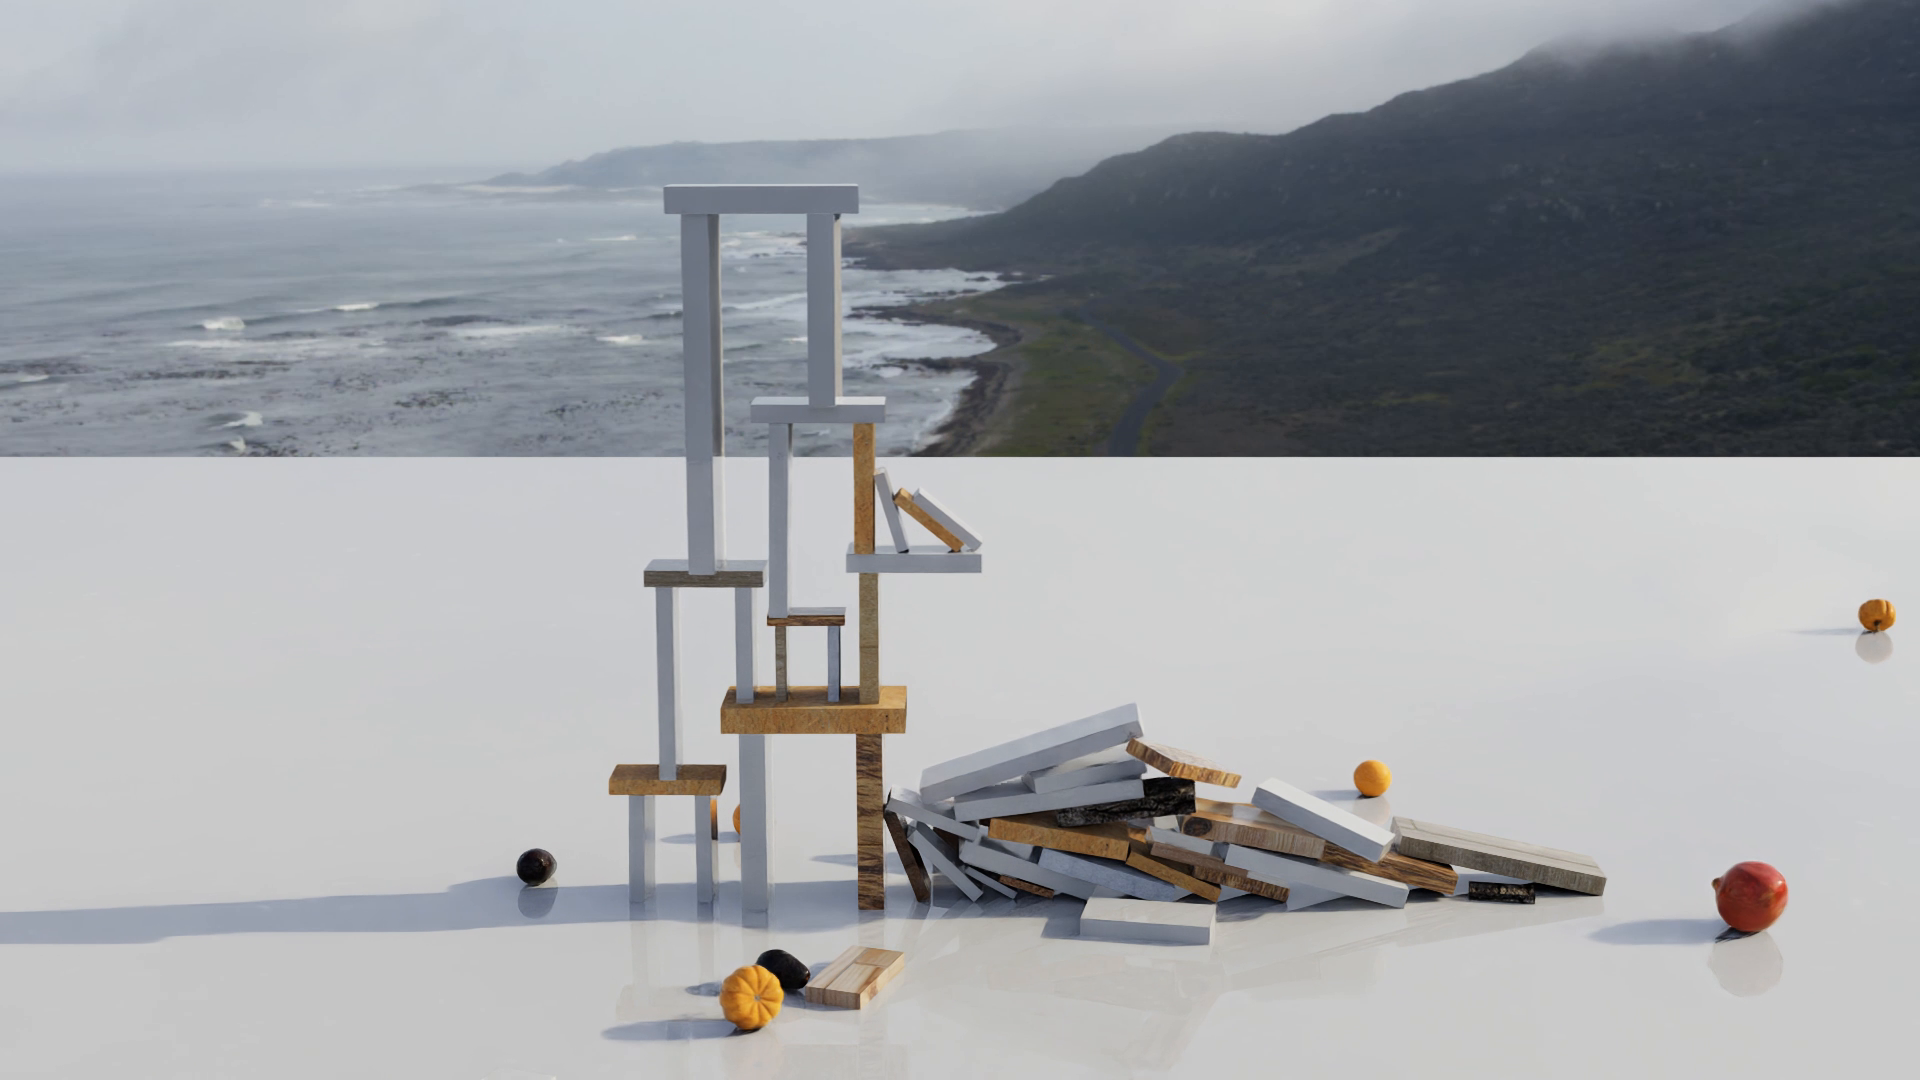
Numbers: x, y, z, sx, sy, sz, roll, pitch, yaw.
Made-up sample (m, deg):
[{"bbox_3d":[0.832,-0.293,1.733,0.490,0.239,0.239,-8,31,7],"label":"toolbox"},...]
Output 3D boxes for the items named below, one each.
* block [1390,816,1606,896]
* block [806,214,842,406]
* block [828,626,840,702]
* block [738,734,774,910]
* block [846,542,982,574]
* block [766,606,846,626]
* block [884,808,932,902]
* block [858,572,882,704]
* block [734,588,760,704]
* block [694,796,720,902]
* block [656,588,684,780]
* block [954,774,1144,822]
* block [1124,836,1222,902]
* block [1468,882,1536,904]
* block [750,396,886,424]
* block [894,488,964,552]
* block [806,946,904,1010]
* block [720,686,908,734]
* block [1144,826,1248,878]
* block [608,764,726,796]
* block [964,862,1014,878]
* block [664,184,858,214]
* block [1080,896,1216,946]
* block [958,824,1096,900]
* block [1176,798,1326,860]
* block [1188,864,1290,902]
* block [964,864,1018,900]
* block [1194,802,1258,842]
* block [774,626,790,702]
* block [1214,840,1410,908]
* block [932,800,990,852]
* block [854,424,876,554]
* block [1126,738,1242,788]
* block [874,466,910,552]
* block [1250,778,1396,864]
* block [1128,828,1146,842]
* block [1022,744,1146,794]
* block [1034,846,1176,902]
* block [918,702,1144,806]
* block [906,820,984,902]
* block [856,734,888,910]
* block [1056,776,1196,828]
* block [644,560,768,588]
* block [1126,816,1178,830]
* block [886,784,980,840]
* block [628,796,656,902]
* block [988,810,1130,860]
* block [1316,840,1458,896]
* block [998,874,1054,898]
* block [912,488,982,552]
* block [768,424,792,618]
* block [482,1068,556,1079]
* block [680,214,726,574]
[{"bbox_3d":[0.906,0.532,3.713,0.345,0.032,0.112,12,11,1],"label":"block"},{"bbox_3d":[-0.214,-0.369,3.486,0.042,0.298,0.149,0,11,1],"label":"block"},{"bbox_3d":[-0.205,0.195,3.593,0.018,0.126,0.063,0,11,0],"label":"block"},{"bbox_3d":[-0.336,0.445,3.639,0.042,0.297,0.148,0,11,0],"label":"block"},{"bbox_3d":[-0.073,0.028,3.566,0.217,0.031,0.108,0,11,0],"label":"block"},{"bbox_3d":[-0.249,0.124,3.579,0.126,0.018,0.063,0,11,-1],"label":"block"},{"bbox_3d":[-0.087,0.515,3.653,0.022,0.155,0.077,-21,10,4],"label":"block"},{"bbox_3d":[-0.146,0.149,3.590,0.031,0.217,0.108,0,11,0],"label":"block"},{"bbox_3d":[-0.348,0.162,3.592,0.027,0.192,0.096,0,11,0],"label":"block"},{"bbox_3d":[-0.421,0.499,3.657,0.026,0.183,0.091,0,11,0],"label":"block"},{"bbox_3d":[-0.476,0.225,3.605,0.027,0.322,0.096,0,11,0],"label":"block"},{"bbox_3d":[0.146,0.415,3.643,0.310,0.032,0.113,-8,10,2],"label":"block"},{"bbox_3d":[0.352,0.547,3.659,0.165,0.023,0.082,24,9,-5],"label":"block"},{"bbox_3d":[0.899,0.586,3.652,0.105,0.015,0.053,2,11,12],"label":"block"},{"bbox_3d":[-0.225,-0.208,3.516,0.211,0.030,0.105,0,11,-1],"label":"block"},{"bbox_3d":[-0.050,-0.033,3.546,0.131,0.018,0.065,39,8,-7],"label":"block"},{"bbox_3d":[-0.155,0.650,3.276,0.087,0.025,0.175,4,11,20],"label":"block"},{"bbox_3d":[-0.237,0.278,3.608,0.297,0.042,0.149,0,11,0],"label":"block"},{"bbox_3d":[0.392,0.516,3.642,0.165,0.023,0.082,15,10,-5],"label":"block"},{"bbox_3d":[-0.483,0.396,3.639,0.183,0.026,0.091,0,11,0],"label":"block"},{"bbox_3d":[0.051,0.537,3.658,0.093,0.013,0.046,18,10,-4],"label":"block"},{"bbox_3d":[-0.310,-0.536,3.454,0.298,0.042,0.149,-1,11,-3],"label":"block"},{"bbox_3d":[0.300,0.606,3.504,0.204,0.029,0.102,2,11,11],"label":"block"},{"bbox_3d":[0.111,0.533,3.660,0.229,0.032,0.114,18,10,-4],"label":"block"},{"bbox_3d":[0.478,0.473,3.636,0.234,0.033,0.117,10,10,-1],"label":"block"},{"bbox_3d":[0.462,0.557,3.662,0.165,0.023,0.082,15,10,-3],"label":"block"},{"bbox_3d":[0.052,0.563,3.659,0.093,0.013,0.046,29,9,-5],"label":"block"},{"bbox_3d":[0.477,0.520,3.957,0.113,0.032,0.225,3,11,14],"label":"block"},{"bbox_3d":[-0.290,0.195,3.592,0.018,0.126,0.063,0,11,0],"label":"block"},{"bbox_3d":[0.580,0.538,3.640,0.307,0.033,0.117,15,10,-4],"label":"block"},{"bbox_3d":[0.044,0.512,3.830,0.190,0.095,0.027,5,12,25],"label":"block"},{"bbox_3d":[-0.153,-0.090,3.541,0.030,0.211,0.105,0,11,0],"label":"block"},{"bbox_3d":[0.373,0.372,3.649,0.087,0.025,0.266,27,4,33],"label":"block"},{"bbox_3d":[-0.111,-0.050,3.542,0.018,0.130,0.065,-17,10,3],"label":"block"},{"bbox_3d":[0.601,0.462,3.639,0.226,0.032,0.113,24,10,18],"label":"block"},{"bbox_3d":[0.239,0.533,3.895,0.204,0.029,0.102,4,11,19],"label":"block"},{"bbox_3d":[0.203,0.379,3.635,0.190,0.027,0.095,-10,10,-11],"label":"block"},{"bbox_3d":[0.240,0.542,3.652,0.229,0.032,0.114,18,10,-4],"label":"block"},{"bbox_3d":[0.118,0.354,3.650,0.379,0.031,0.108,-18,10,6],"label":"block"},{"bbox_3d":[-0.024,0.529,3.656,0.155,0.022,0.077,44,8,-7],"label":"block"},{"bbox_3d":[-0.146,0.444,3.639,0.042,0.297,0.149,0,11,0],"label":"block"},{"bbox_3d":[0.276,0.431,3.640,0.226,0.032,0.113,-7,10,7],"label":"block"},{"bbox_3d":[-0.411,0.054,3.572,0.192,0.027,0.096,0,11,1],"label":"block"},{"bbox_3d":[0.354,0.489,4.013,0.113,0.032,0.225,-9,5,-21],"label":"block"},{"bbox_3d":[-0.045,0.451,3.642,0.155,0.022,0.077,20,10,-3],"label":"block"},{"bbox_3d":[-0.528,0.499,3.657,0.026,0.183,0.091,2,11,3],"label":"block"},{"bbox_3d":[0.163,0.479,3.647,0.229,0.032,0.114,10,10,0],"label":"block"},{"bbox_3d":[0.704,0.531,3.678,0.234,0.033,0.117,15,10,-3],"label":"block"},{"bbox_3d":[0.110,0.570,3.663,0.093,0.013,0.046,18,10,-3],"label":"block"},{"bbox_3d":[-0.020,-0.034,3.552,0.131,0.018,0.065,39,8,-7],"label":"block"},{"bbox_3d":[-0.289,-0.039,3.550,0.030,0.314,0.105,1,11,-1],"label":"block"},{"bbox_3d":[-0.604,0.732,2.837,0.087,0.025,0.175,4,11,19],"label":"block"},{"bbox_3d":[-0.409,-0.237,3.513,0.042,0.567,0.149,0,11,1],"label":"block"}]
